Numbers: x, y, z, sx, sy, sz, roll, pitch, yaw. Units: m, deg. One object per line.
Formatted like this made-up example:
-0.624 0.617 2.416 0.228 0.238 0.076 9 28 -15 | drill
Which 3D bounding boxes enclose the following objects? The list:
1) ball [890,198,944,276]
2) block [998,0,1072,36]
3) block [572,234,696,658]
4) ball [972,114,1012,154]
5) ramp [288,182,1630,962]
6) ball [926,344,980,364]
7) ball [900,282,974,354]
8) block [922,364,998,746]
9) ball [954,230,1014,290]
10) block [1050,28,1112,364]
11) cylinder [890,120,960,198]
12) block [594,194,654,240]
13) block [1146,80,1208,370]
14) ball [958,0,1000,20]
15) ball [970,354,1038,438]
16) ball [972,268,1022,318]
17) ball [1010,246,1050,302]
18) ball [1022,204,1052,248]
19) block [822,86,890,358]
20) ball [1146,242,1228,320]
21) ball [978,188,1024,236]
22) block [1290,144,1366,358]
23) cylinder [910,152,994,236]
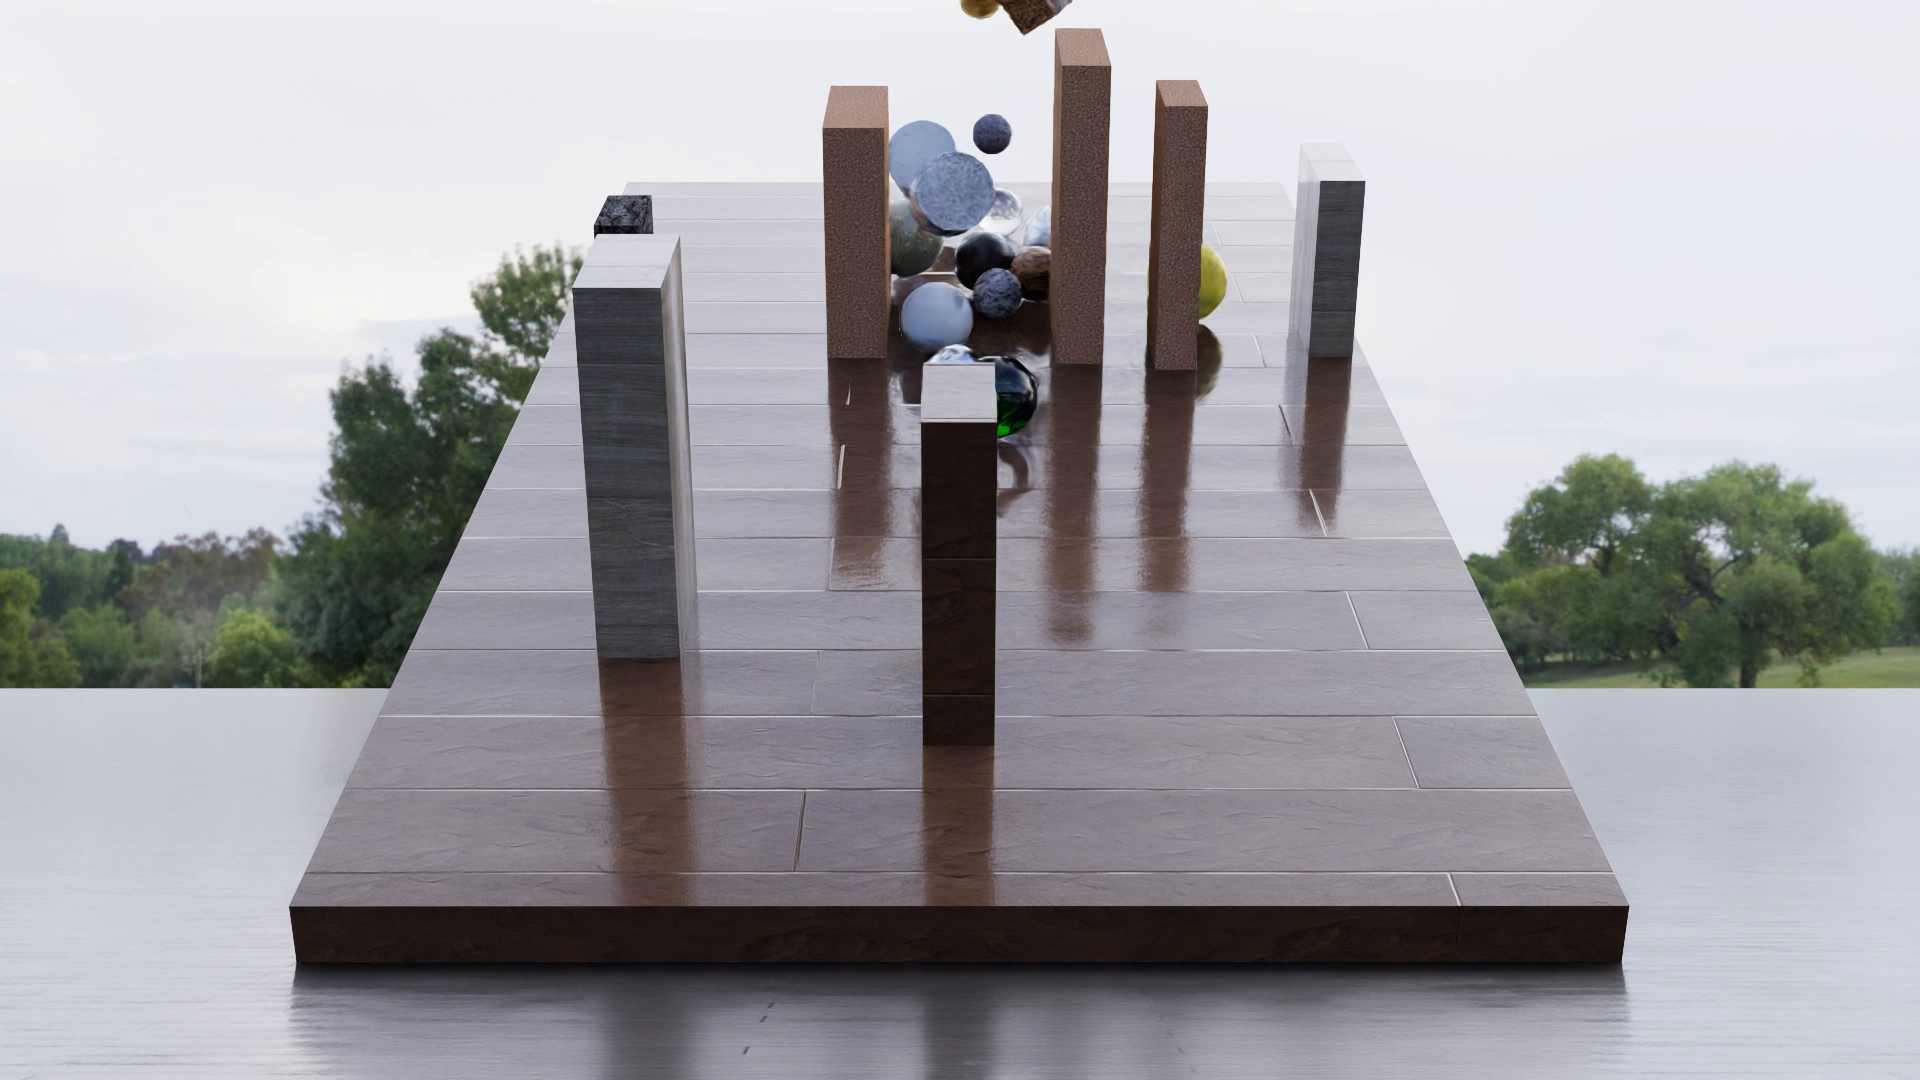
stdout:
-0.143 -0.791 6.089 0.203 0.203 0.203 0 -3 0 | ball
0.225 -1.571 6.637 0.161 0.161 0.161 -47 16 -32 | block
-0.581 -0.170 4.210 0.149 0.700 0.310 0 24 0 | block
0.090 -1.134 6.505 0.112 0.112 0.112 0 -3 0 | ball
-0.008 -0.228 5.319 2.000 0.100 4.000 0 24 0 | ramp
-0.012 -0.380 5.365 0.140 0.140 0.140 0 -3 0 | ball
-0.056 -0.539 5.670 0.178 0.178 0.178 0 -3 0 | ball
-0.002 0.024 3.925 0.121 0.583 0.275 0 24 0 | block
0.064 -0.728 6.106 0.164 0.164 0.164 0 -3 0 | ball
0.290 -0.842 5.679 0.114 0.725 0.411 0 24 0 | block
-0.089 -1.053 6.582 0.204 0.204 0.204 -1 -11 12 | cylinder
-0.779 -0.576 5.465 0.102 0.410 0.251 0 24 0 | block
0.519 -0.756 5.591 0.099 0.641 0.263 0 24 0 | block
0.059 -1.562 6.700 0.127 0.127 0.127 0 -3 0 | ball
0.080 -0.319 5.172 0.186 0.186 0.186 0 -3 0 | ball
0.096 -0.627 5.930 0.127 0.127 0.127 0 -3 0 | ball
0.199 -0.690 6.042 0.143 0.143 0.143 0 -3 0 | ball
0.264 -0.805 6.248 0.190 0.190 0.190 0 -3 0 | ball
-0.251 -0.791 5.752 0.145 0.570 0.426 0 24 0 | block
0.574 -0.656 5.894 0.206 0.206 0.206 0 -3 0 | ball
0.111 -0.924 6.578 0.137 0.137 0.137 0 -3 0 | ball
0.904 -0.719 5.754 0.108 0.442 0.346 0 24 0 | block
-0.021 -0.796 5.383 0.179 0.179 0.179 0 3 -7 | cylinder
